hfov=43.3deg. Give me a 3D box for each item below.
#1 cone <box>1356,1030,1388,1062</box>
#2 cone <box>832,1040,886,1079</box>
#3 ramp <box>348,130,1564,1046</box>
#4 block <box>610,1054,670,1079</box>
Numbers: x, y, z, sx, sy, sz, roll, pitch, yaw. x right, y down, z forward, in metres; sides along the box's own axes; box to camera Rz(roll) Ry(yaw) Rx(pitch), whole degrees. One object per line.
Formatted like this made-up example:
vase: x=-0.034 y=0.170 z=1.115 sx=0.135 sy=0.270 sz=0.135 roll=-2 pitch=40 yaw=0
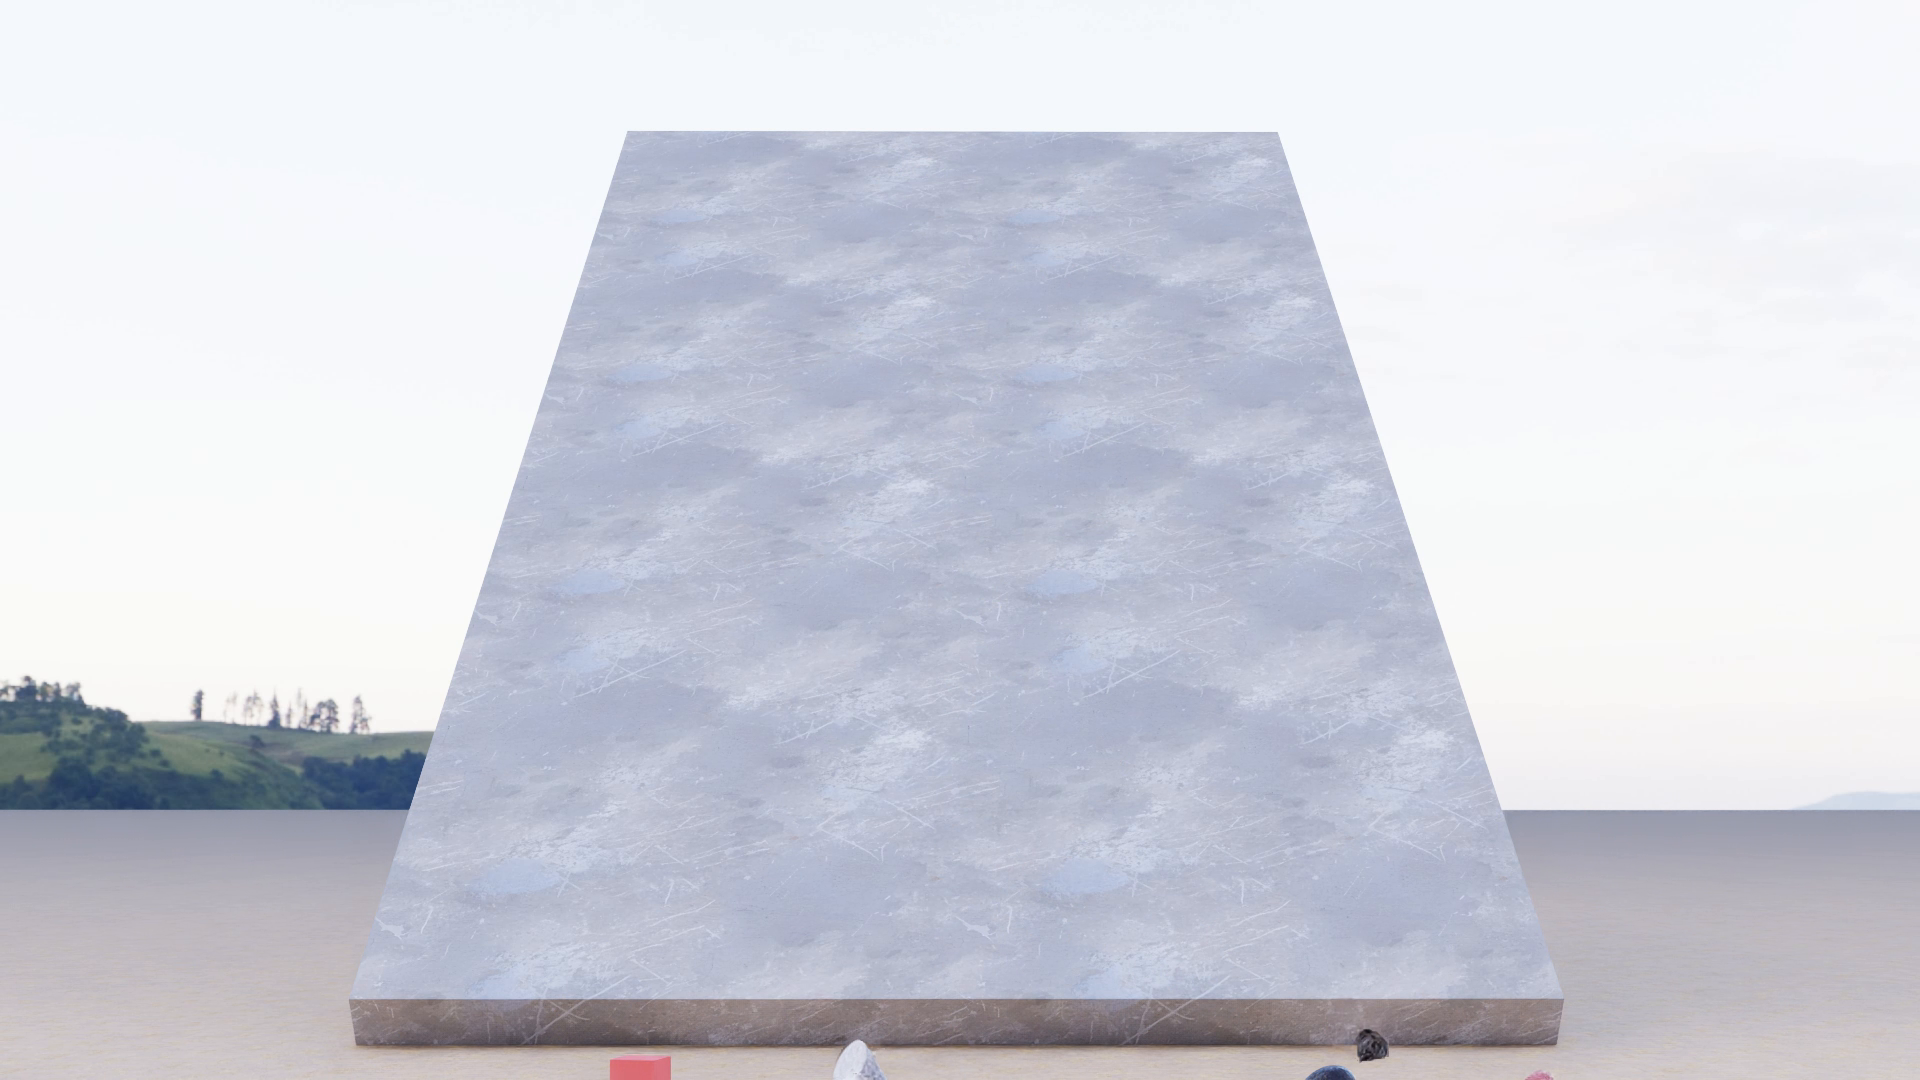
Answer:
cone: x=0.633 y=0.802 z=3.775 sx=0.053 sy=0.053 sz=0.053 roll=-4 pitch=19 yaw=33
cone: x=-0.124 y=0.754 z=3.389 sx=0.078 sy=0.078 sz=0.078 roll=32 pitch=-19 yaw=-22
ramp: x=-0.013 y=-0.208 z=5.733 sx=2.000 sy=0.100 sz=4.000 roll=0 pitch=30 yaw=0
block: x=-0.427 y=0.723 z=3.228 sx=0.062 sy=0.062 sz=0.062 roll=-2 pitch=-6 yaw=14
